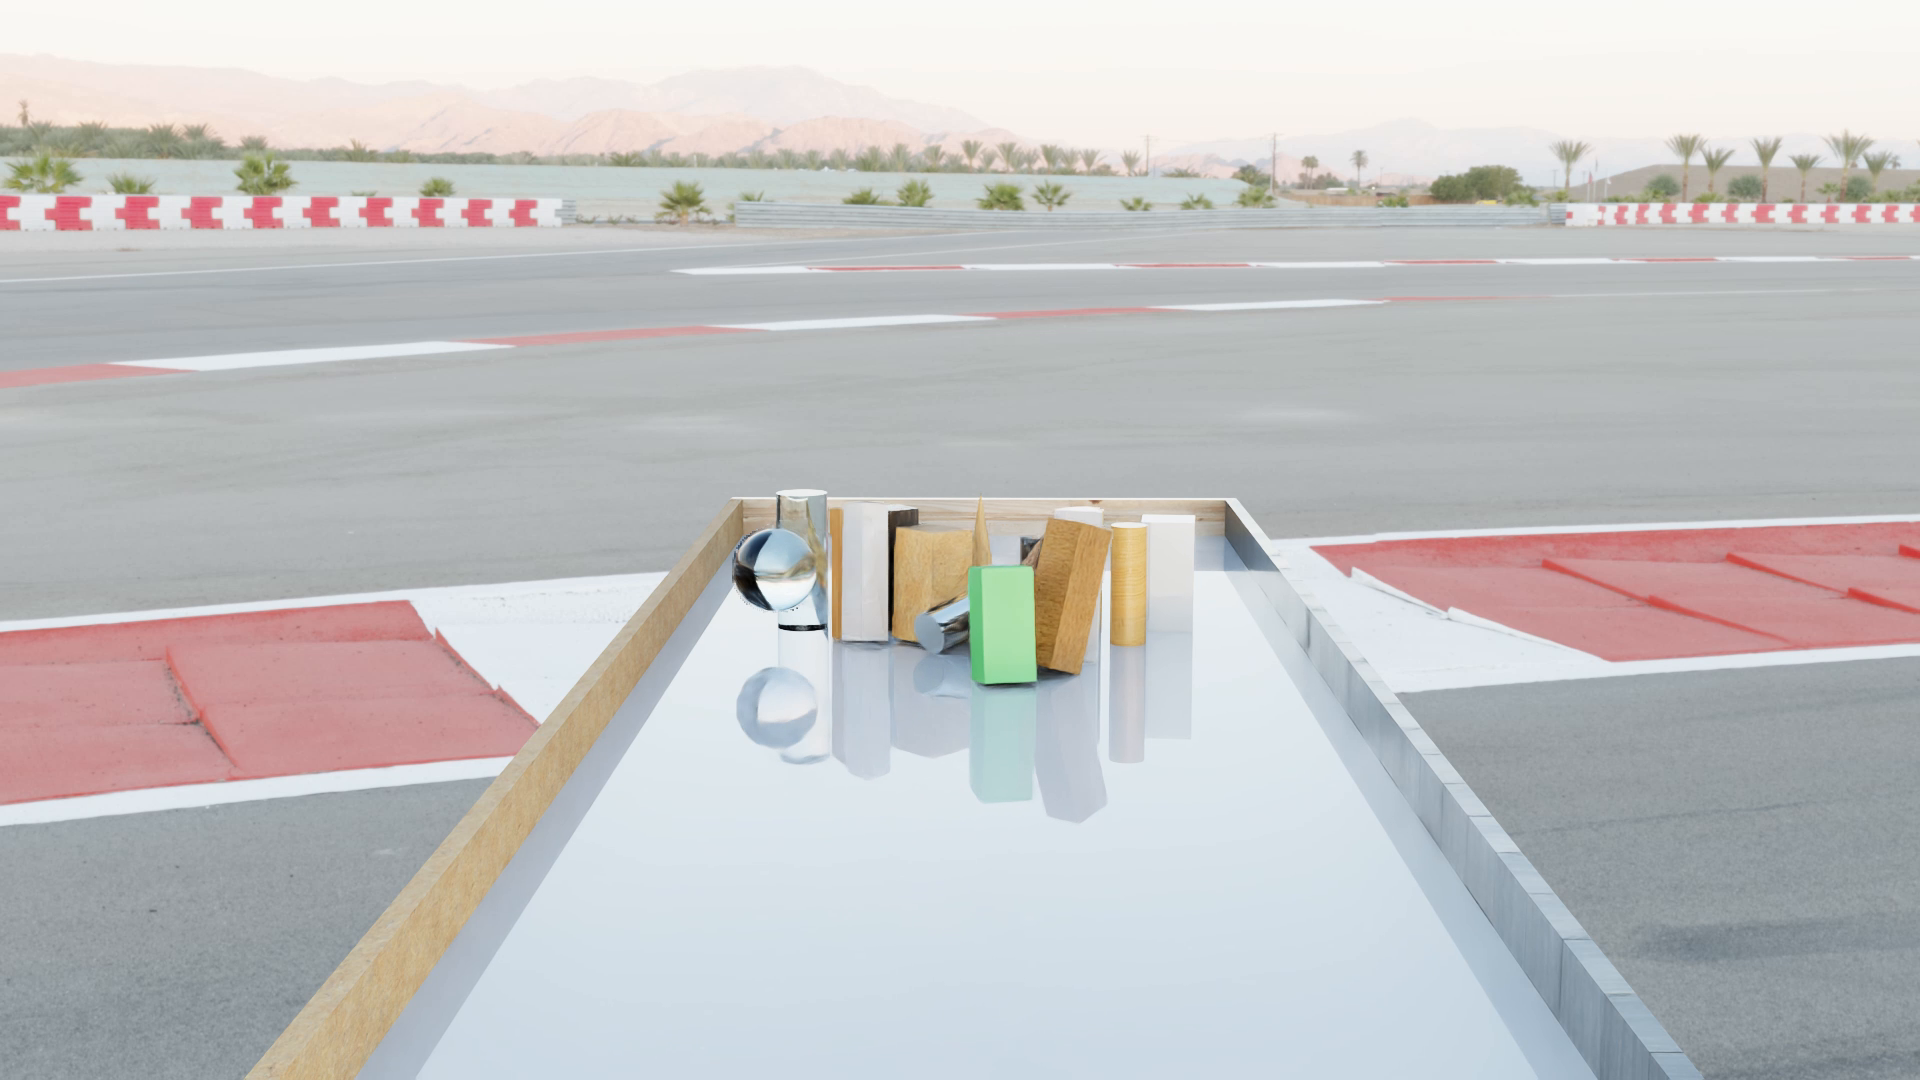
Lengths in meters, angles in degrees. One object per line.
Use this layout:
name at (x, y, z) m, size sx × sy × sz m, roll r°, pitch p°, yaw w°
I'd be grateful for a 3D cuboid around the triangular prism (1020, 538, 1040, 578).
triangular prism at (0.223, 0.159, 6.971) m, size 0.133 × 0.324 × 0.116 m, roll -6°, pitch 11°, yaw -32°

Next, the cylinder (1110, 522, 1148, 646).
cylinder at (0.531, 0.139, 6.924) m, size 0.114 × 0.377 × 0.114 m, roll 0°, pitch 9°, yaw 0°

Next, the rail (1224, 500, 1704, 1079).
rail at (1.046, 0.843, 3.208) m, size 0.050 × 0.150 × 12.000 m, roll 0°, pitch 9°, yaw 1°

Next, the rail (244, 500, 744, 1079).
rail at (-1.004, 0.839, 3.234) m, size 0.050 × 0.150 × 12.000 m, roll 0°, pitch 9°, yaw 1°

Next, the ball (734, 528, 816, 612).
ball at (-0.587, 0.095, 6.980) m, size 0.264 × 0.264 × 0.264 m, roll 0°, pitch 9°, yaw 0°

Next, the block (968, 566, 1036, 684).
block at (0.122, 0.243, 6.372) m, size 0.153 × 0.329 × 0.153 m, roll -2°, pitch 2°, yaw -14°

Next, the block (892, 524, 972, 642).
block at (-0.088, 0.139, 6.981) m, size 0.173 × 0.353 × 0.173 m, roll -5°, pitch 10°, yaw -44°

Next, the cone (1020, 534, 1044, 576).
cone at (0.187, 0.139, 6.792) m, size 0.145 × 0.405 × 0.145 m, roll 26°, pitch -10°, yaw 5°

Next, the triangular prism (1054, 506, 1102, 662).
triangular prism at (0.368, 0.132, 6.698) m, size 0.147 × 0.457 × 0.127 m, roll 3°, pitch 7°, yaw 16°

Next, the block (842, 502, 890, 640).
block at (-0.298, 0.101, 6.938) m, size 0.103 × 0.429 × 0.103 m, roll 2°, pitch -2°, yaw -39°

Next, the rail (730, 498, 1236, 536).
rail at (0.099, -0.098, 9.147) m, size 2.100 × 0.150 × 0.050 m, roll 0°, pitch 9°, yaw 1°

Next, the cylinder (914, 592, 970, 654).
cylinder at (0.024, 0.233, 6.890) m, size 0.343 × 0.133 × 0.133 m, roll -24°, pitch 23°, yaw -40°

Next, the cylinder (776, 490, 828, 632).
cylinder at (-0.515, 0.065, 7.181) m, size 0.166 × 0.443 × 0.166 m, roll 0°, pitch 9°, yaw 0°

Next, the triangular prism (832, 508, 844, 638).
triangular prism at (-0.351, 0.106, 7.019) m, size 0.081 × 0.411 × 0.094 m, roll -1°, pitch 0°, yaw -31°

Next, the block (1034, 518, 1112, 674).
block at (0.308, 0.166, 6.503) m, size 0.137 × 0.435 × 0.137 m, roll 10°, pitch -5°, yaw 45°

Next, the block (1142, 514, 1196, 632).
block at (0.679, 0.107, 7.192) m, size 0.172 × 0.358 × 0.172 m, roll 1°, pitch 9°, yaw 6°

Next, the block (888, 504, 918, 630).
block at (-0.218, 0.088, 7.208) m, size 0.120 × 0.391 × 0.120 m, roll -6°, pitch 11°, yaw -35°

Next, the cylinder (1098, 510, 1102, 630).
cylinder at (0.393, 0.097, 7.172) m, size 0.141 × 0.384 × 0.141 m, roll 0°, pitch 9°, yaw 0°

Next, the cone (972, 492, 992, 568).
cone at (0.068, 0.060, 7.212) m, size 0.147 × 0.445 × 0.147 m, roll 0°, pitch 9°, yaw 0°
